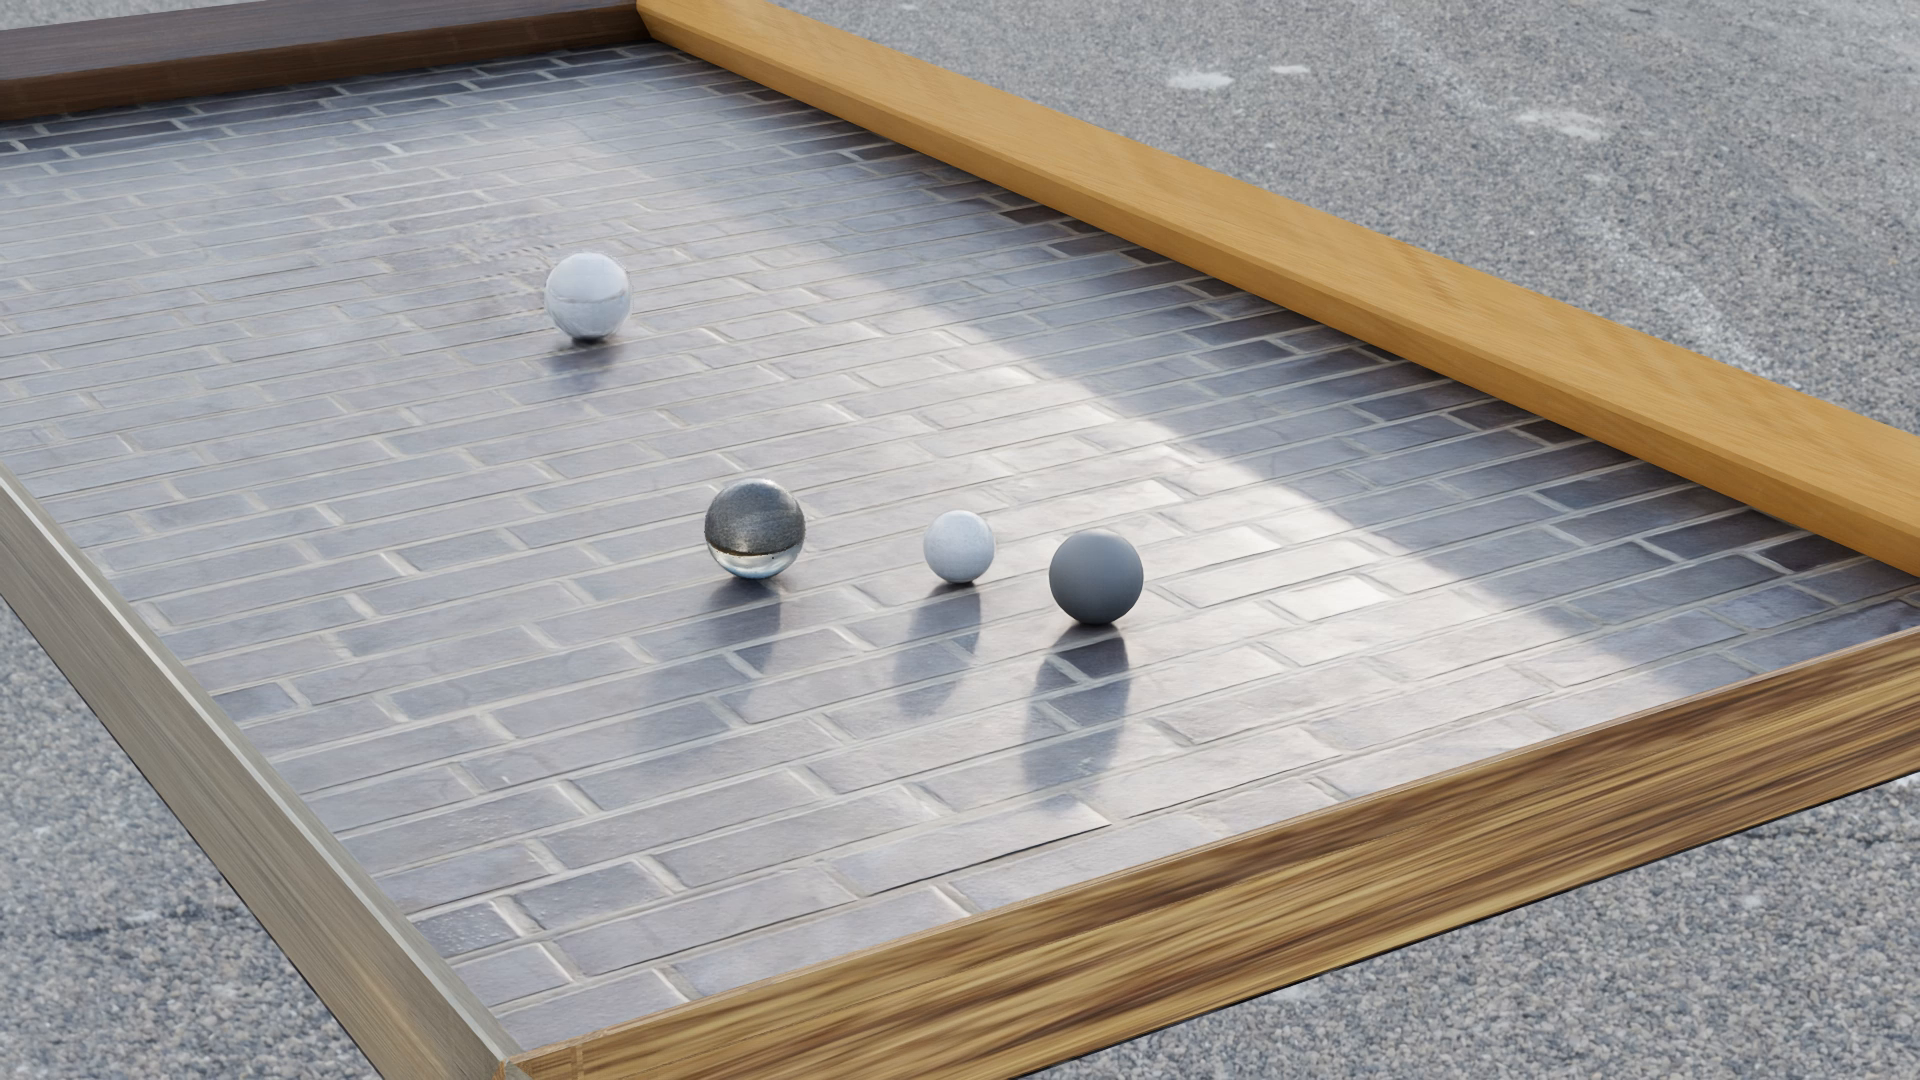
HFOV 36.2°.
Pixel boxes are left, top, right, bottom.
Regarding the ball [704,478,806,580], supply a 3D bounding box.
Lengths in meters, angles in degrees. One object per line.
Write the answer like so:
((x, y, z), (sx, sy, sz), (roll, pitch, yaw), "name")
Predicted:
((-0.167, -0.009, 2.405), (0.083, 0.083, 0.083), (0, 22, 0), "ball")

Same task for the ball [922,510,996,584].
((0.000, 0.005, 2.400), (0.060, 0.060, 0.060), (0, 22, 0), "ball")

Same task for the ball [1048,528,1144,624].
((0.108, 0.029, 2.322), (0.075, 0.075, 0.075), (0, 22, 0), "ball")

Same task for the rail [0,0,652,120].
((-1.012, -0.644, 3.911), (1.356, 0.115, 0.045), (-13, 26, -29), "rail")

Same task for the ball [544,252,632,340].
((-0.376, -0.247, 2.978), (0.089, 0.089, 0.089), (0, 22, 0), "ball")

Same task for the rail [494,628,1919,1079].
((0.329, 0.182, 1.892), (1.356, 0.115, 0.045), (-13, 26, -29), "rail")

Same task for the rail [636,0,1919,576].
((0.216, -0.361, 3.219), (0.045, 0.115, 2.608), (-13, 26, -29), "rail")

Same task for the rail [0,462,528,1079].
((-0.899, -0.101, 2.585), (0.045, 0.115, 2.608), (-13, 26, -29), "rail")
